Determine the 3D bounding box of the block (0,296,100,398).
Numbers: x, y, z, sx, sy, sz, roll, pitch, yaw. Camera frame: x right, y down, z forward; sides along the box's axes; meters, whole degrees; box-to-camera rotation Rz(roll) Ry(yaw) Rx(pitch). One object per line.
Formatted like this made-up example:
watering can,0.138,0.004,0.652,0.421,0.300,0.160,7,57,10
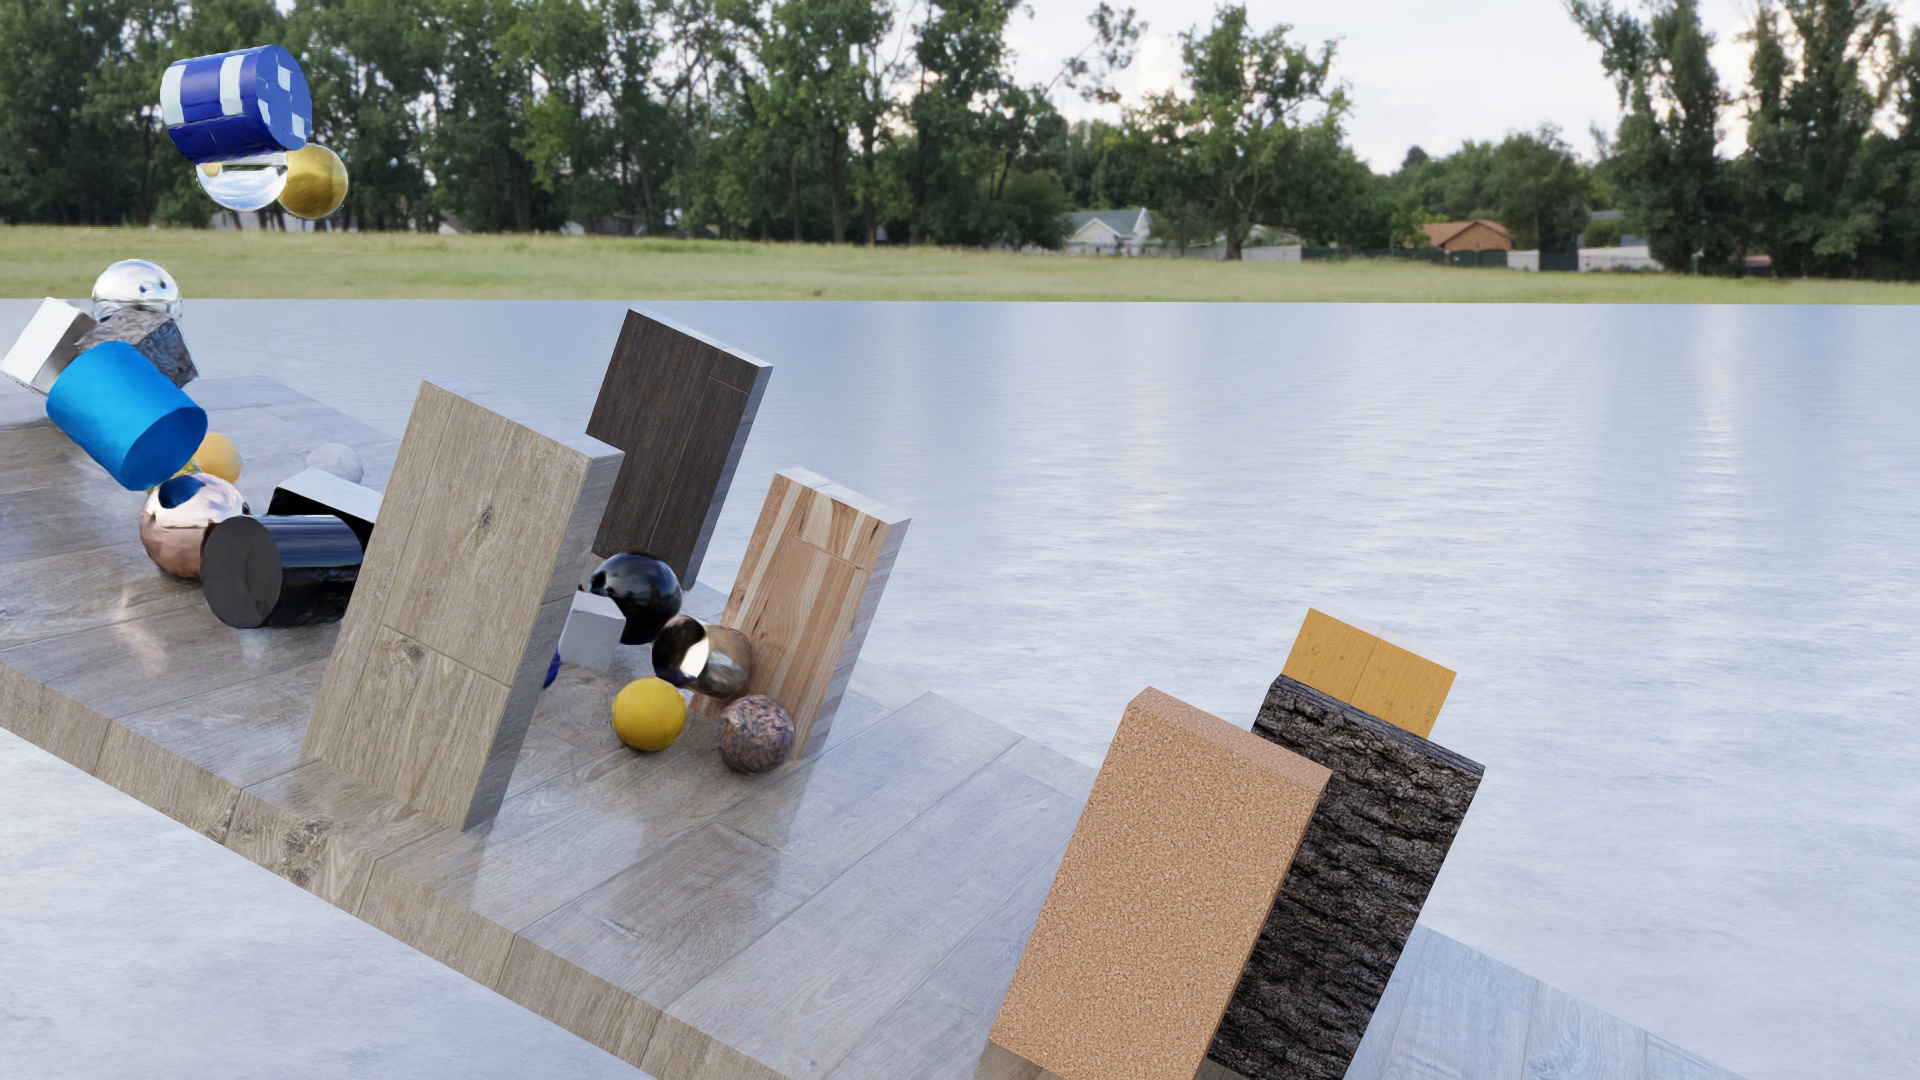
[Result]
block,-1.865,-0.374,4.637,0.182,0.182,0.182,20,-15,46

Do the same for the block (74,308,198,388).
block,-1.666,-0.365,4.451,0.141,0.141,0.141,12,43,29

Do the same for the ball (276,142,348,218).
ball,-1.417,-0.783,4.793,0.163,0.163,0.163,0,7,0

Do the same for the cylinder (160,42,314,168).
cylinder,-1.386,-0.834,4.221,0.201,0.201,0.201,-9,4,17

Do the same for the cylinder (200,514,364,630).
cylinder,-1.237,0.056,4.024,0.204,0.204,0.204,4,3,29

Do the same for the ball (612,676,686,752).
ball,-0.582,0.326,4.119,0.140,0.140,0.140,0,7,0

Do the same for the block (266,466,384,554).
block,-1.231,0.001,4.277,0.197,0.197,0.197,21,13,-2

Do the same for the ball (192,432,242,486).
ball,-1.557,-0.158,4.557,0.131,0.131,0.131,0,7,0

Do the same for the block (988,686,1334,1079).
block,0.314,0.579,3.478,0.319,0.602,0.149,24,13,13

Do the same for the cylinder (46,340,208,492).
cylinder,-1.510,-0.226,3.991,0.195,0.195,0.195,40,18,11

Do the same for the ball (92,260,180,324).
ball,-1.771,-0.513,4.728,0.180,0.180,0.180,0,7,0

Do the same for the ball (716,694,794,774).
ball,-0.392,0.372,4.209,0.152,0.152,0.152,0,7,0

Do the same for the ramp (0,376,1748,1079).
ramp,-0.308,0.547,4.196,4.000,0.100,2.000,24,13,13

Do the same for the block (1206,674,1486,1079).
block,0.582,0.600,3.730,0.372,0.643,0.108,24,13,13

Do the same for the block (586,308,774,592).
block,-0.701,-0.210,5.157,0.352,0.573,0.086,24,13,13

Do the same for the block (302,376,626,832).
block,-0.801,0.101,3.527,0.314,0.652,0.114,24,13,13

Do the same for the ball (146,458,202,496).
ball,-1.575,-0.120,4.407,0.115,0.115,0.115,0,7,0

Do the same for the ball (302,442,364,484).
ball,-1.374,-0.149,4.821,0.129,0.129,0.129,0,7,0

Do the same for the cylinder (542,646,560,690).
cylinder,-0.839,0.228,4.162,0.113,0.113,0.113,5,1,36

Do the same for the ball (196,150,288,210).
ball,-1.456,-0.758,4.463,0.178,0.178,0.178,0,7,0

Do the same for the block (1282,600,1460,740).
block,0.699,0.490,4.302,0.301,0.676,0.105,24,13,13

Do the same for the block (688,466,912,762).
block,-0.322,0.146,4.421,0.257,0.519,0.134,24,13,13

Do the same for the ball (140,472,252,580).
ball,-1.417,-0.026,4.080,0.199,0.199,0.199,0,7,0

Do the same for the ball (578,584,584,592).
ball,-0.839,0.126,4.557,0.126,0.126,0.126,0,7,0

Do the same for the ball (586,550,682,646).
ball,-0.689,0.122,4.650,0.200,0.200,0.200,0,7,0

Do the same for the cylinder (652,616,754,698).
cylinder,-0.505,0.231,4.318,0.141,0.141,0.141,5,-10,35

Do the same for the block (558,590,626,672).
block,-0.765,0.182,4.472,0.116,0.116,0.116,14,15,-29
